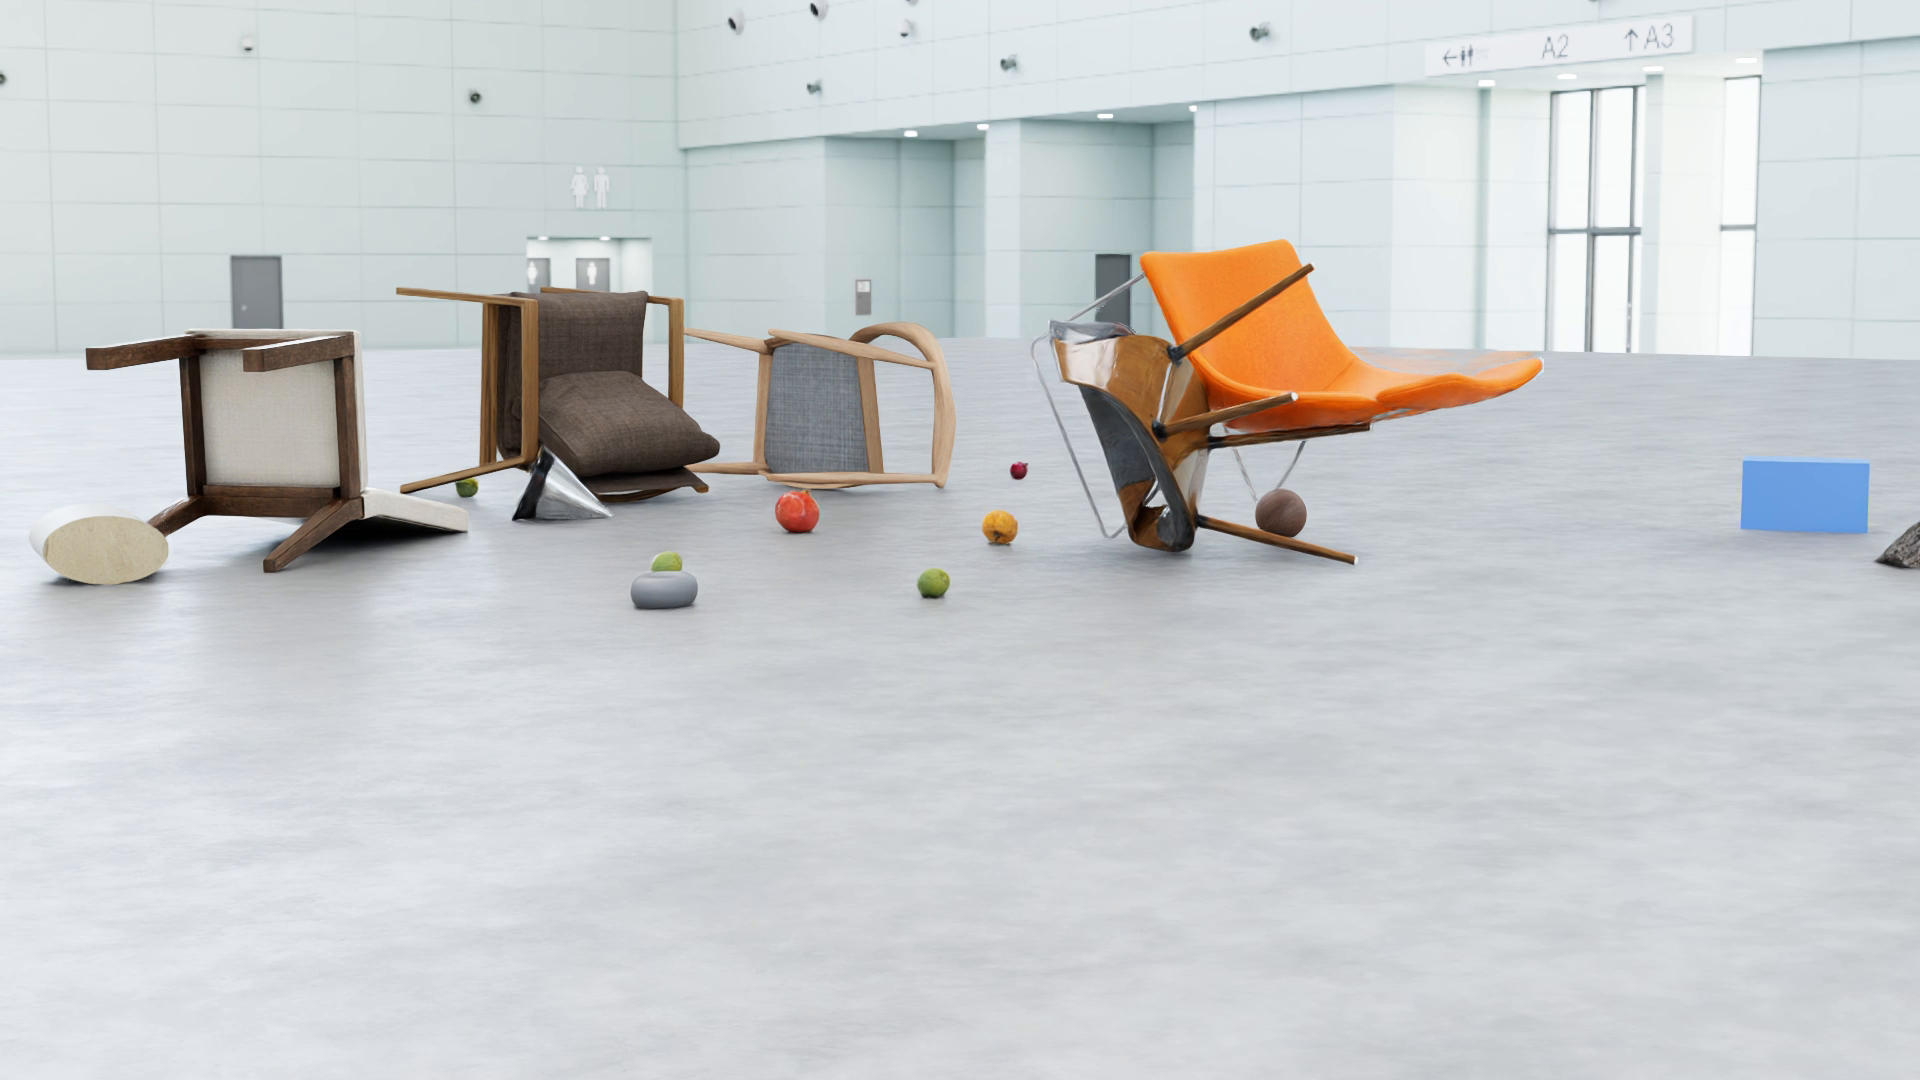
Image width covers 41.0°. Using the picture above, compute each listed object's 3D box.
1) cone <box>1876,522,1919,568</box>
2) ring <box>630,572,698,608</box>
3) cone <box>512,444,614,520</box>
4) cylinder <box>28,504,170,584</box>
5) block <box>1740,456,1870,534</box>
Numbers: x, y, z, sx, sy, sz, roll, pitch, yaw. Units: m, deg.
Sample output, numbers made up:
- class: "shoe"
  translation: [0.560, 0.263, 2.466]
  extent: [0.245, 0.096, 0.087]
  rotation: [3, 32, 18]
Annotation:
- class: "cone"
  translation: [2.159, 0.027, 5.895]
  extent: [0.267, 0.100, 0.135]
  rotation: [-20, -5, -43]
- class: "ring"
  translation: [-0.592, 0.100, 5.139]
  extent: [0.120, 0.063, 0.168]
  rotation: [4, 8, 25]
- class: "cone"
  translation: [-1.058, -0.110, 6.979]
  extent: [0.254, 0.223, 0.290]
  rotation: [23, 11, -11]
- class: "cylinder"
  translation: [-1.889, 0.007, 5.621]
  extent: [0.259, 0.148, 0.311]
  rotation: [0, 5, -25]
- class: "block"
  translation: [2.211, -0.121, 6.707]
  extent: [0.311, 0.179, 0.189]
  rotation: [2, 6, 19]
